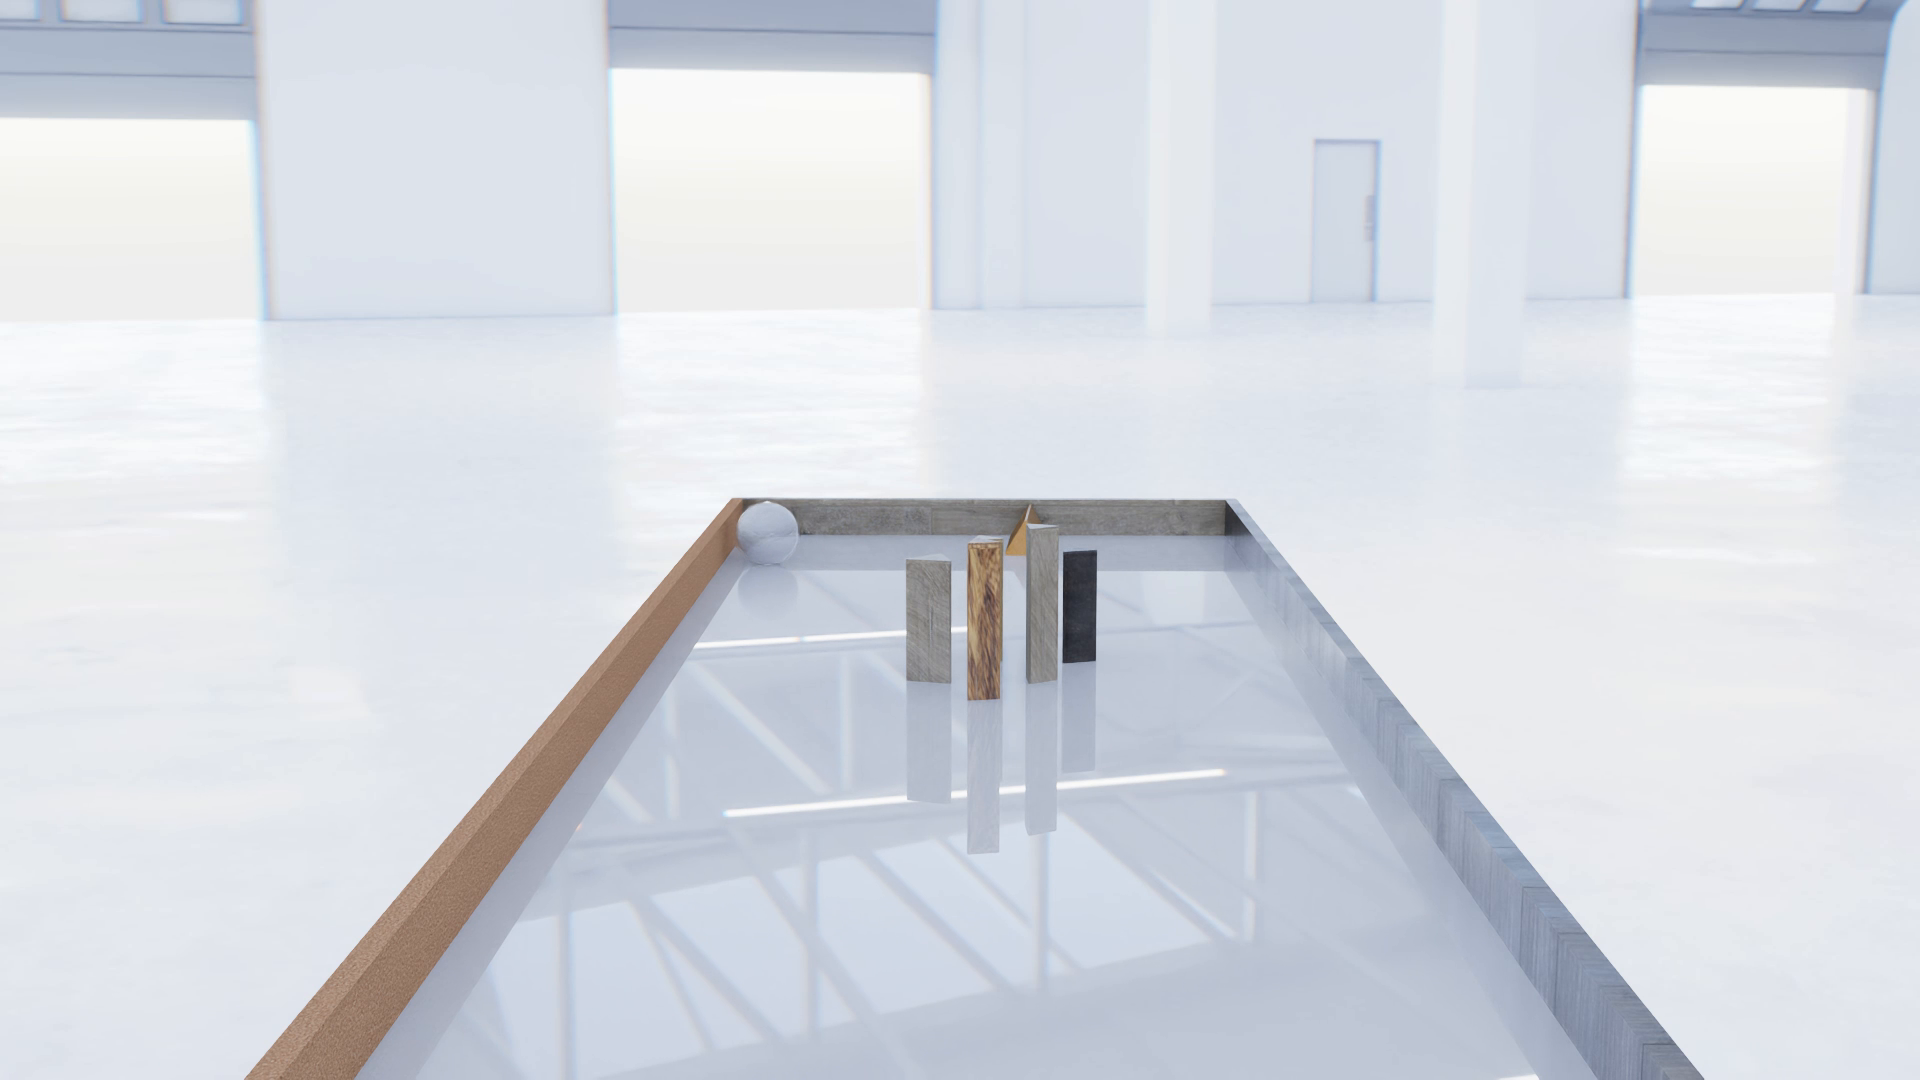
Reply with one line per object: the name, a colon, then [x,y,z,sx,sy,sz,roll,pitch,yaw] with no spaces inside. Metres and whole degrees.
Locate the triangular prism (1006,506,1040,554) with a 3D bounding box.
triangular prism: [0.273,-0.045,8.844,0.155,0.134,0.450,1,9,4]

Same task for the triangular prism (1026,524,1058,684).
triangular prism: [0.220,0.183,6.403,0.101,0.455,0.087,-6,11,-33]

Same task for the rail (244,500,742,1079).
rail: [-1.004,0.839,3.234,0.050,0.150,12.000,0,9,1]

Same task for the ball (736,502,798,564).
ball: [-0.738,-0.027,8.414,0.239,0.239,0.239,0,9,0]

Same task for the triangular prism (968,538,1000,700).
triangular prism: [0.058,0.222,6.182,0.093,0.447,0.081,-2,9,-12]

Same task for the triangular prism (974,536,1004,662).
triangular prism: [0.072,0.178,6.683,0.096,0.377,0.083,-3,9,-18]

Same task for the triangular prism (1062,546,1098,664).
triangular prism: [0.348,0.194,6.688,0.109,0.343,0.094,-3,10,-19]

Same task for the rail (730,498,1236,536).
rail: [0.099,-0.098,9.147,2.100,0.150,0.050,0,9,1]

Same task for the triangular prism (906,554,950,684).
triangular prism: [-0.074,0.227,6.429,0.136,0.360,0.118,3,9,17]

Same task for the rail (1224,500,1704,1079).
rail: [1.046,0.843,3.208,0.050,0.150,12.000,0,9,1]
